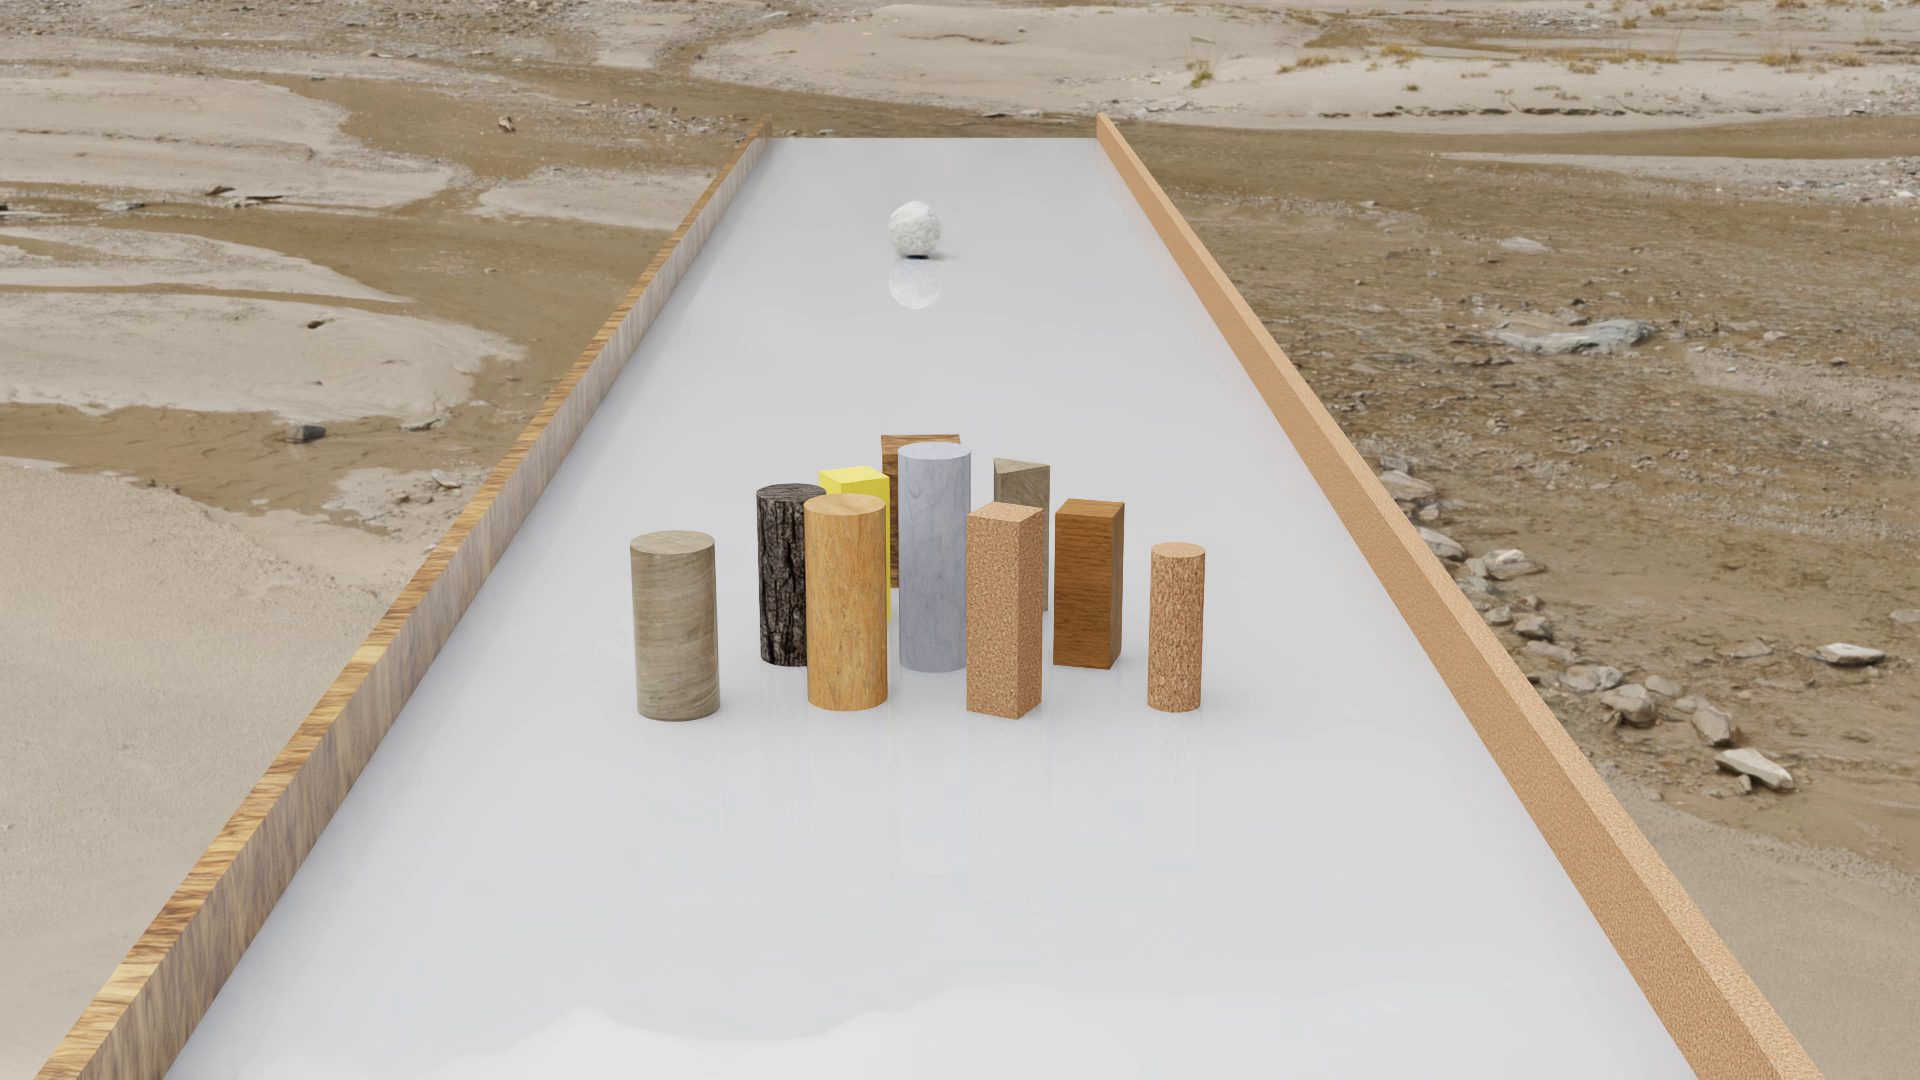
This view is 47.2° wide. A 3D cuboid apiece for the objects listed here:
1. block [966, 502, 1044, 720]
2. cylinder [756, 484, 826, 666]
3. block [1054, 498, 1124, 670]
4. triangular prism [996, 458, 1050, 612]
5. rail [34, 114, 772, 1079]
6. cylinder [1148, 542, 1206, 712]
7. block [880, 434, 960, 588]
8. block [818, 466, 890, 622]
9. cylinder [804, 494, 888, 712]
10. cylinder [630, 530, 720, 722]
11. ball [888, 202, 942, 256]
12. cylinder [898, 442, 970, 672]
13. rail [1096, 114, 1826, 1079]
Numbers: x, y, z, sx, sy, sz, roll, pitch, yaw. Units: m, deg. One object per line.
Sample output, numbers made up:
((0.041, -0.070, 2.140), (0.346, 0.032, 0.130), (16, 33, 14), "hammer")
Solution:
((0.084, 0.131, 4.112), (0.107, 0.383, 0.107), (8, 18, 26), "block")
((-0.333, 0.069, 4.396), (0.138, 0.341, 0.138), (0, 17, 0), "cylinder")
((0.257, 0.087, 4.383), (0.115, 0.314, 0.115), (5, 17, 15), "block")
((0.105, -0.007, 4.686), (0.130, 0.322, 0.112), (-10, 19, -31), "triangular prism")
((-1.118, -0.838, 7.780), (0.050, 0.150, 12.000), (0, 17, -1), "rail")
((0.407, 0.164, 4.140), (0.101, 0.305, 0.101), (0, 17, 0), "cylinder")
((-0.086, -0.066, 4.913), (0.176, 0.305, 0.176), (-1, 17, -3), "block")
((-0.221, 0.013, 4.630), (0.110, 0.314, 0.110), (-8, 19, -26), "block")
((-0.215, 0.117, 4.160), (0.153, 0.384, 0.153), (0, 17, 0), "cylinder")
((-0.533, 0.160, 4.117), (0.157, 0.326, 0.157), (0, 17, 0), "cylinder")
((-0.189, -1.304, 9.217), (0.225, 0.225, 0.225), (0, 17, 0), "ball")
((-0.050, 0.034, 4.350), (0.143, 0.435, 0.143), (0, 17, 0), "cylinder")
((0.932, -0.844, 7.801), (0.050, 0.150, 12.000), (0, 17, -1), "rail")
